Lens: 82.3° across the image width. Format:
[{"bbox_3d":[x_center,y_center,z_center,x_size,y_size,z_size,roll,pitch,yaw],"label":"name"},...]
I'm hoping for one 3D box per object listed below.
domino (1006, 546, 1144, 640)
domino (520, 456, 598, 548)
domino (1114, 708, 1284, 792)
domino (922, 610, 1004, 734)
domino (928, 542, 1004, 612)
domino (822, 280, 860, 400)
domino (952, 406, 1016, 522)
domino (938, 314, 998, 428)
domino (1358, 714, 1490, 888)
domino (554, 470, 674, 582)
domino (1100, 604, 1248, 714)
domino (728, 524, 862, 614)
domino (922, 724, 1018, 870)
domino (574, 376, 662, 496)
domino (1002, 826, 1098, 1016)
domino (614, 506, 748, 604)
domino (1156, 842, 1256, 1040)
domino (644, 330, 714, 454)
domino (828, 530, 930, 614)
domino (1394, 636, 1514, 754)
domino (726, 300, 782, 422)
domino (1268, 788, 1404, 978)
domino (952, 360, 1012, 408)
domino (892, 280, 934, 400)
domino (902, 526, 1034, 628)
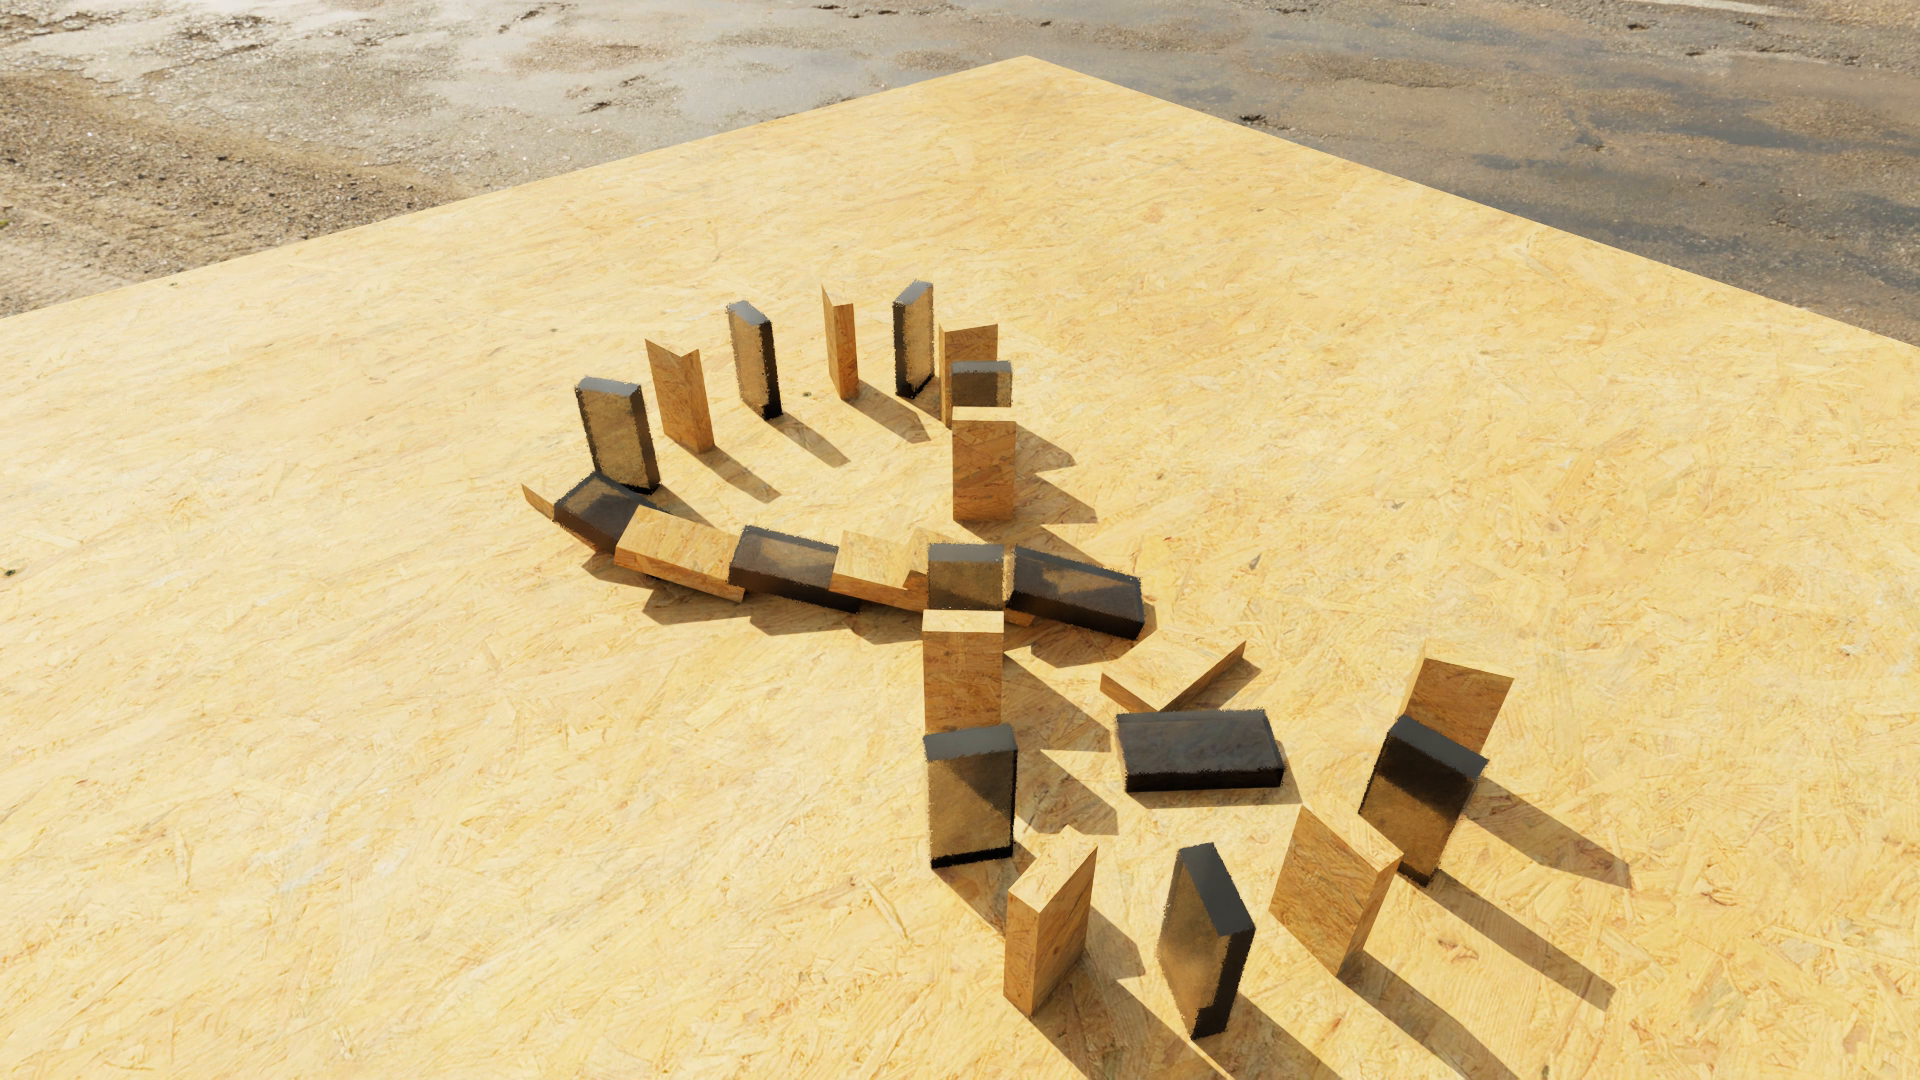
[{"bbox_3d":[0.043,0.020,0.409,0.050,0.009,0.025,14,39,-7],"label":"domino"},{"bbox_3d":[-0.159,-0.016,0.463,0.050,0.010,0.025,29,47,30],"label":"domino"},{"bbox_3d":[0.077,0.069,0.360,0.050,0.010,0.025,-2,39,-2],"label":"domino"},{"bbox_3d":[0.001,0.044,0.357,0.025,0.050,0.009,1,39,1],"label":"domino"},{"bbox_3d":[0.002,0.024,0.383,0.025,0.050,0.010,2,39,2],"label":"domino"},{"bbox_3d":[-0.057,-0.096,0.529,0.010,0.050,0.025,-12,41,-14],"label":"domino"},{"bbox_3d":[0.010,-0.030,0.449,0.025,0.050,0.010,1,39,1],"label":"domino"},{"bbox_3d":[0.004,-0.077,0.506,0.025,0.050,0.009,-11,41,-13],"label":"domino"},{"bbox_3d":[0.132,0.076,0.319,0.025,0.050,0.009,30,48,31],"label":"domino"},{"bbox_3d":[-0.133,-0.006,0.439,0.050,0.010,0.025,29,45,7],"label":"domino"},{"bbox_3d":[0.076,0.044,0.390,0.050,0.010,0.025,-31,48,-32],"label":"domino"},{"bbox_3d":[-0.061,0.011,0.421,0.050,0.010,0.025,13,39,-5],"label":"domino"},{"bbox_3d":[0.003,0.075,0.320,0.025,0.050,0.009,-6,40,-8],"label":"domino"},{"bbox_3d":[-0.144,-0.044,0.465,0.025,0.050,0.009,10,40,12],"label":"domino"},{"bbox_3d":[0.023,0.101,0.289,0.009,0.050,0.025,28,47,30],"label":"domino"},{"bbox_3d":[-0.104,0.005,0.425,0.050,0.010,0.025,18,41,-6],"label":"domino"},{"bbox_3d":[0.063,0.104,0.284,0.010,0.050,0.025,-9,40,-11],"label":"domino"},{"bbox_3d":[-0.125,-0.066,0.492,0.025,0.050,0.009,28,47,30],"label":"domino"},{"bbox_3d":[-0.023,0.013,0.418,0.050,0.010,0.025,14,39,-6],"label":"domino"},{"bbox_3d":[0.153,0.054,0.345,0.025,0.050,0.010,13,41,15],"label":"domino"},{"bbox_3d":[-0.096,-0.083,0.513,0.009,0.050,0.025,-25,45,-27],"label":"domino"},{"bbox_3d":[0.100,0.093,0.298,0.009,0.050,0.025,-23,45,-26],"label":"domino"},{"bbox_3d":[0.009,-0.053,0.476,0.025,0.050,0.009,-2,39,-2],"label":"domino"},{"bbox_3d":[-0.022,-0.096,0.529,0.009,0.050,0.025,15,42,17],"label":"domino"},{"bbox_3d":[0.005,0.014,0.413,0.050,0.009,0.025,19,39,-11],"label":"domino"}]
